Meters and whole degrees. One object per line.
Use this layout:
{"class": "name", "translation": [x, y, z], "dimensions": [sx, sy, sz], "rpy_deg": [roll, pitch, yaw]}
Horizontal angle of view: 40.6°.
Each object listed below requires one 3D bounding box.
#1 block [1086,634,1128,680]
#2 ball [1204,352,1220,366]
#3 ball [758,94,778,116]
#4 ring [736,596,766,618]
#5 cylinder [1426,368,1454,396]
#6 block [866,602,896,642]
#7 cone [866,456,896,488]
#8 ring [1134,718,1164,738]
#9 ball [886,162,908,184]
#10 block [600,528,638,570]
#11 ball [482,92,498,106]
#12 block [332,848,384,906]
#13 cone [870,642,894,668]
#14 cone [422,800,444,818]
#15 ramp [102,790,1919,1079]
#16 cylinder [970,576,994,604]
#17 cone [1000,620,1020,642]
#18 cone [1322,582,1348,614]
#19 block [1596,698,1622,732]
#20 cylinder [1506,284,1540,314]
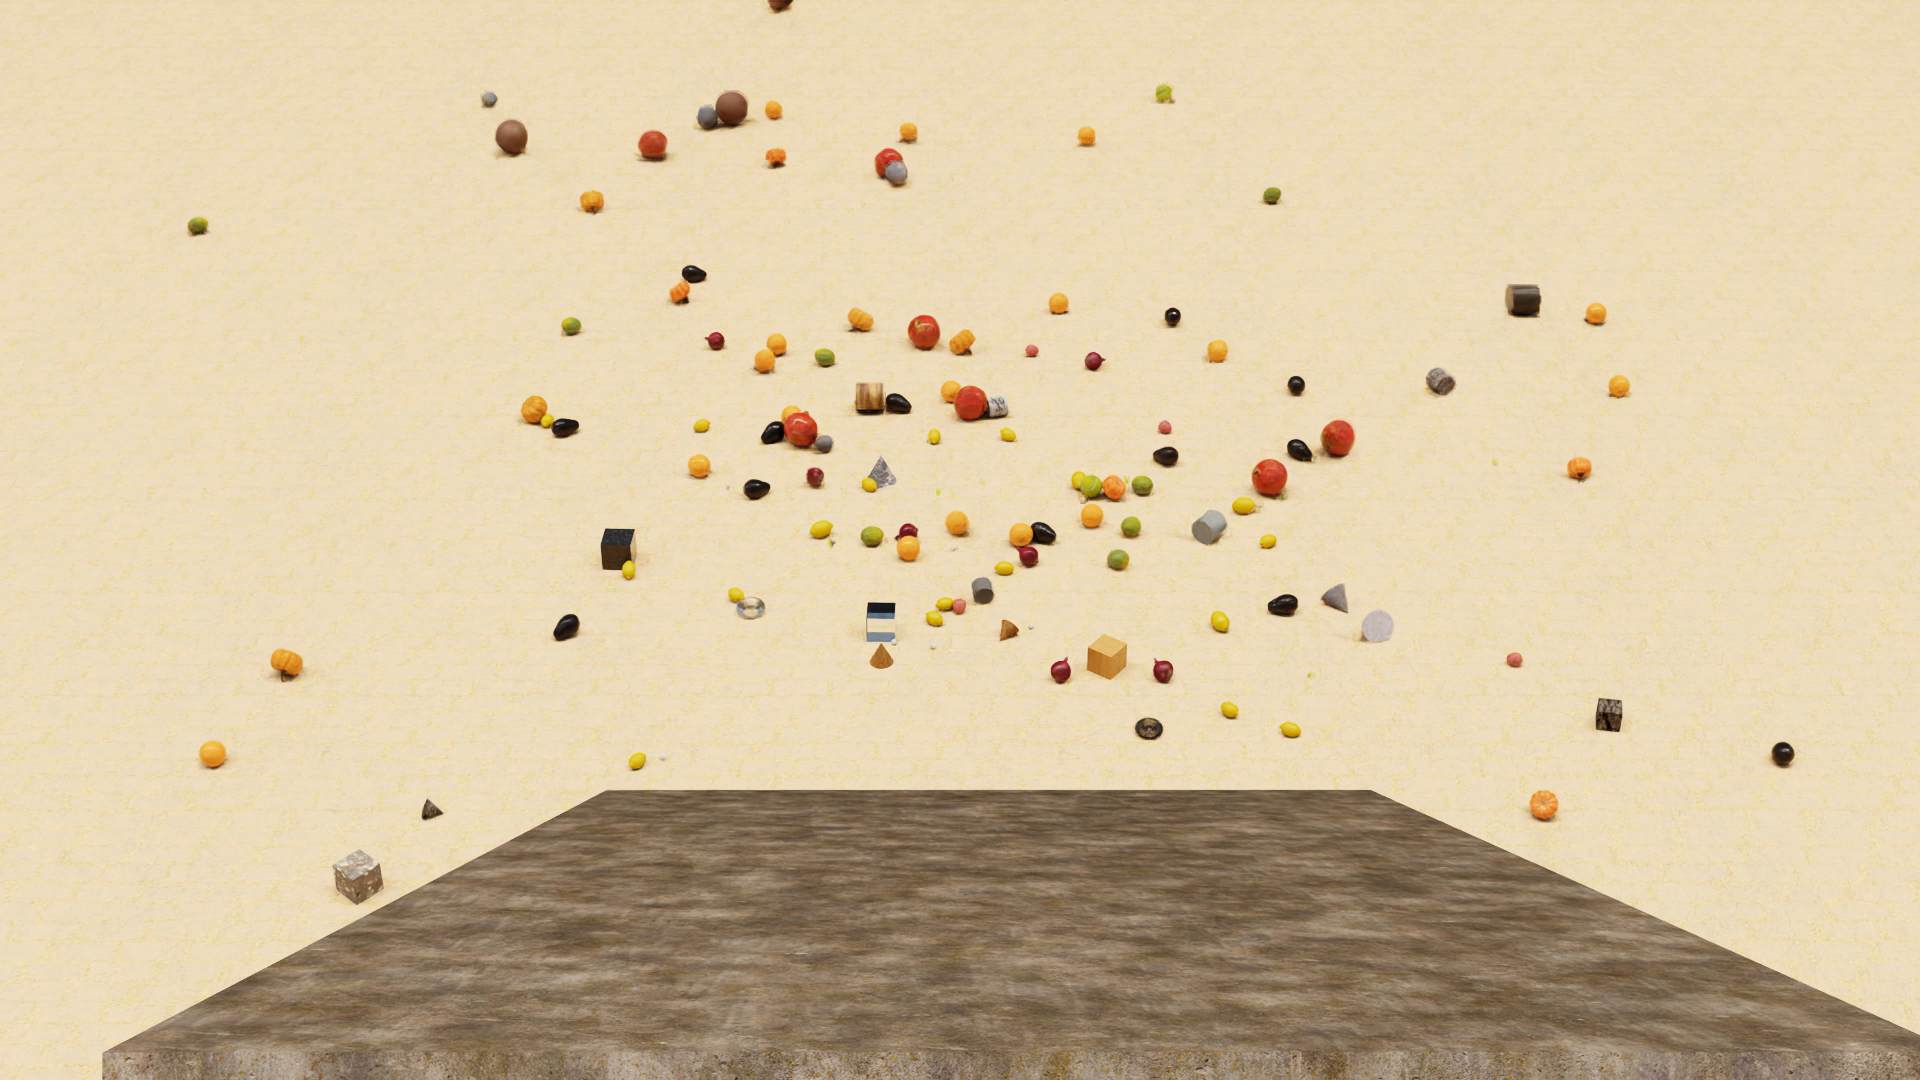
{"class": "block", "translation": [0.416, 0.331, 7.347], "dimensions": [0.080, 0.080, 0.080], "rpy_deg": [23, 40, 30]}
{"class": "ball", "translation": [0.855, -0.610, 8.803], "dimensions": [0.054, 0.054, 0.054], "rpy_deg": [0, 34, 0]}
{"class": "ball", "translation": [-0.767, -1.740, 10.374], "dimensions": [0.086, 0.086, 0.086], "rpy_deg": [0, 34, 0]}
{"class": "ring", "translation": [-0.612, 0.197, 7.591], "dimensions": [0.087, 0.029, 0.087], "rpy_deg": [1, 35, -1]}
{"class": "cylinder", "translation": [1.595, -0.526, 8.624], "dimensions": [0.070, 0.070, 0.070], "rpy_deg": [-14, 36, -20]}
{"class": "block", "translation": [-0.227, 0.237, 7.484], "dimensions": [0.082, 0.082, 0.082], "rpy_deg": [1, 34, 1]}
{"class": "cone", "translation": [-0.248, -0.227, 8.159], "dimensions": [0.095, 0.095, 0.095], "rpy_deg": [0, 34, 0]}
{"class": "ring", "translation": [0.519, 0.516, 7.121], "dimensions": [0.079, 0.026, 0.079], "rpy_deg": [1, 35, -1]}
{"class": "ball", "translation": [-0.241, -1.399, 9.892], "dimensions": [0.087, 0.087, 0.087], "rpy_deg": [0, 34, 0]}
{"class": "block", "translation": [-1.023, 0.028, 7.786], "dimensions": [0.090, 0.090, 0.090], "rpy_deg": [2, 34, 2]}
{"class": "ball", "translation": [-1.902, -1.783, 10.493], "dimensions": [0.061, 0.061, 0.061], "rpy_deg": [0, 34, 0]}
{"class": "block", "translation": [-1.523, 0.853, 6.570], "dimensions": [0.084, 0.084, 0.084], "rpy_deg": [27, 42, 34]}
{"class": "cone", "translation": [-0.223, 0.319, 7.376], "dimensions": [0.068, 0.068, 0.068], "rpy_deg": [0, 34, 0]}
{"class": "cone", "translation": [-1.383, 0.713, 6.831], "dimensions": [0.053, 0.053, 0.053], "rpy_deg": [19, 29, -20]}
{"class": "ramp", "translation": [0.075, 0.653, 4.795], "dimensions": [2.000, 0.100, 4.000], "rpy_deg": [0, -1, 0]}
{"class": "cylinder", "translation": [0.066, 0.150, 7.634], "dimensions": [0.059, 0.059, 0.059], "rpy_deg": [-6, 41, -8]}
{"class": "cone", "translation": [0.130, 0.270, 7.485], "dimensions": [0.059, 0.059, 0.059], "rpy_deg": [22, 67, 29]}
{"class": "cone", "translation": [1.115, 0.183, 7.603], "dimensions": [0.083, 0.083, 0.083], "rpy_deg": [-21, 66, -28]}
{"class": "block", "translation": [1.785, 0.481, 7.139], "dimensions": [0.064, 0.064, 0.064], "rpy_deg": [6, 34, 9]}
{"class": "cylinder", "translation": [1.967, -0.841, 9.066], "dimensions": [0.096, 0.096, 0.096], "rpy_deg": [-2, 34, -4]}
